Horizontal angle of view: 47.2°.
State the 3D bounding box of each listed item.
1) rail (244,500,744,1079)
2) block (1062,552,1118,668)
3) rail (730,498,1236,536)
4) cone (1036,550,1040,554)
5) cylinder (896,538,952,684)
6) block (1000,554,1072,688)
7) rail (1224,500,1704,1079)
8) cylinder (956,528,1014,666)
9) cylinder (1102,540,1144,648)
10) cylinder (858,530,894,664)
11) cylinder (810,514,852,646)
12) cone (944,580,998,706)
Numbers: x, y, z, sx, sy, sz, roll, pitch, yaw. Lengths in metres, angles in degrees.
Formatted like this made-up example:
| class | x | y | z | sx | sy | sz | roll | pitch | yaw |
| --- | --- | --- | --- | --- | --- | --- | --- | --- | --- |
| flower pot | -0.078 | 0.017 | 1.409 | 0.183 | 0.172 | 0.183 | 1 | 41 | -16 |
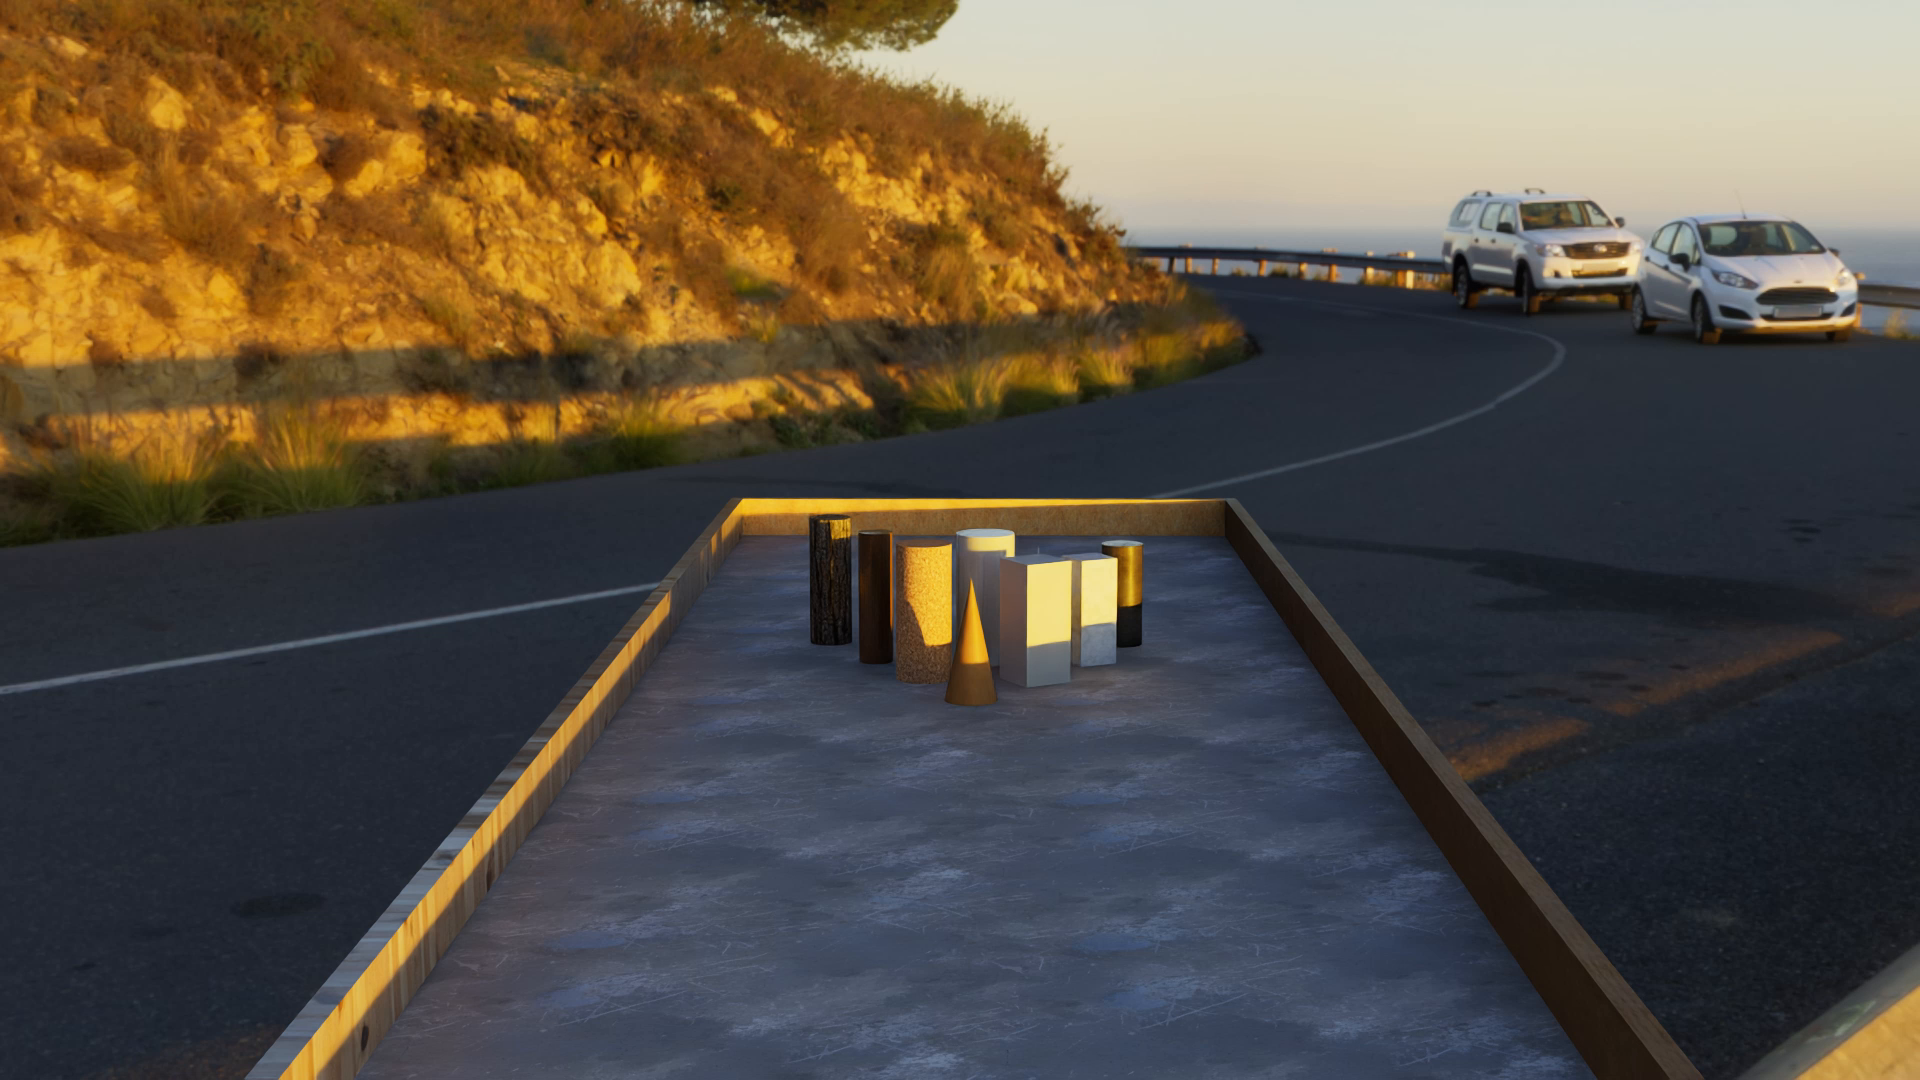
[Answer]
| class | x | y | z | sx | sy | sz | roll | pitch | yaw |
| --- | --- | --- | --- | --- | --- | --- | --- | --- | --- |
| rail | -1.004 | 0.839 | 3.234 | 0.050 | 0.150 | 12.000 | 0 | 9 | 1 |
| block | 0.391 | 0.210 | 6.657 | 0.122 | 0.322 | 0.122 | -4 | 10 | -26 |
| rail | 0.099 | -0.098 | 9.147 | 2.100 | 0.150 | 0.050 | 0 | 9 | 1 |
| cone | 0.245 | 0.171 | 6.916 | 0.113 | 0.317 | 0.113 | 0 | 9 | 0 |
| cylinder | -0.105 | 0.207 | 6.422 | 0.161 | 0.401 | 0.161 | 0 | 9 | 0 |
| block | 0.219 | 0.233 | 6.400 | 0.150 | 0.357 | 0.150 | -5 | 10 | -30 |
| rail | 1.046 | 0.843 | 3.208 | 0.050 | 0.150 | 12.000 | 0 | 9 | 1 |
| cylinder | 0.076 | 0.173 | 6.663 | 0.177 | 0.393 | 0.177 | 0 | 9 | 0 |
| cylinder | 0.509 | 0.169 | 6.922 | 0.130 | 0.320 | 0.130 | 0 | 9 | 0 |
| cylinder | -0.255 | 0.171 | 6.662 | 0.104 | 0.397 | 0.104 | 0 | 9 | 0 |
| cylinder | -0.409 | 0.125 | 6.947 | 0.132 | 0.398 | 0.132 | 0 | 9 | 0 |
| cone | 0.031 | 0.277 | 6.150 | 0.150 | 0.347 | 0.150 | 0 | 9 | 0 |
